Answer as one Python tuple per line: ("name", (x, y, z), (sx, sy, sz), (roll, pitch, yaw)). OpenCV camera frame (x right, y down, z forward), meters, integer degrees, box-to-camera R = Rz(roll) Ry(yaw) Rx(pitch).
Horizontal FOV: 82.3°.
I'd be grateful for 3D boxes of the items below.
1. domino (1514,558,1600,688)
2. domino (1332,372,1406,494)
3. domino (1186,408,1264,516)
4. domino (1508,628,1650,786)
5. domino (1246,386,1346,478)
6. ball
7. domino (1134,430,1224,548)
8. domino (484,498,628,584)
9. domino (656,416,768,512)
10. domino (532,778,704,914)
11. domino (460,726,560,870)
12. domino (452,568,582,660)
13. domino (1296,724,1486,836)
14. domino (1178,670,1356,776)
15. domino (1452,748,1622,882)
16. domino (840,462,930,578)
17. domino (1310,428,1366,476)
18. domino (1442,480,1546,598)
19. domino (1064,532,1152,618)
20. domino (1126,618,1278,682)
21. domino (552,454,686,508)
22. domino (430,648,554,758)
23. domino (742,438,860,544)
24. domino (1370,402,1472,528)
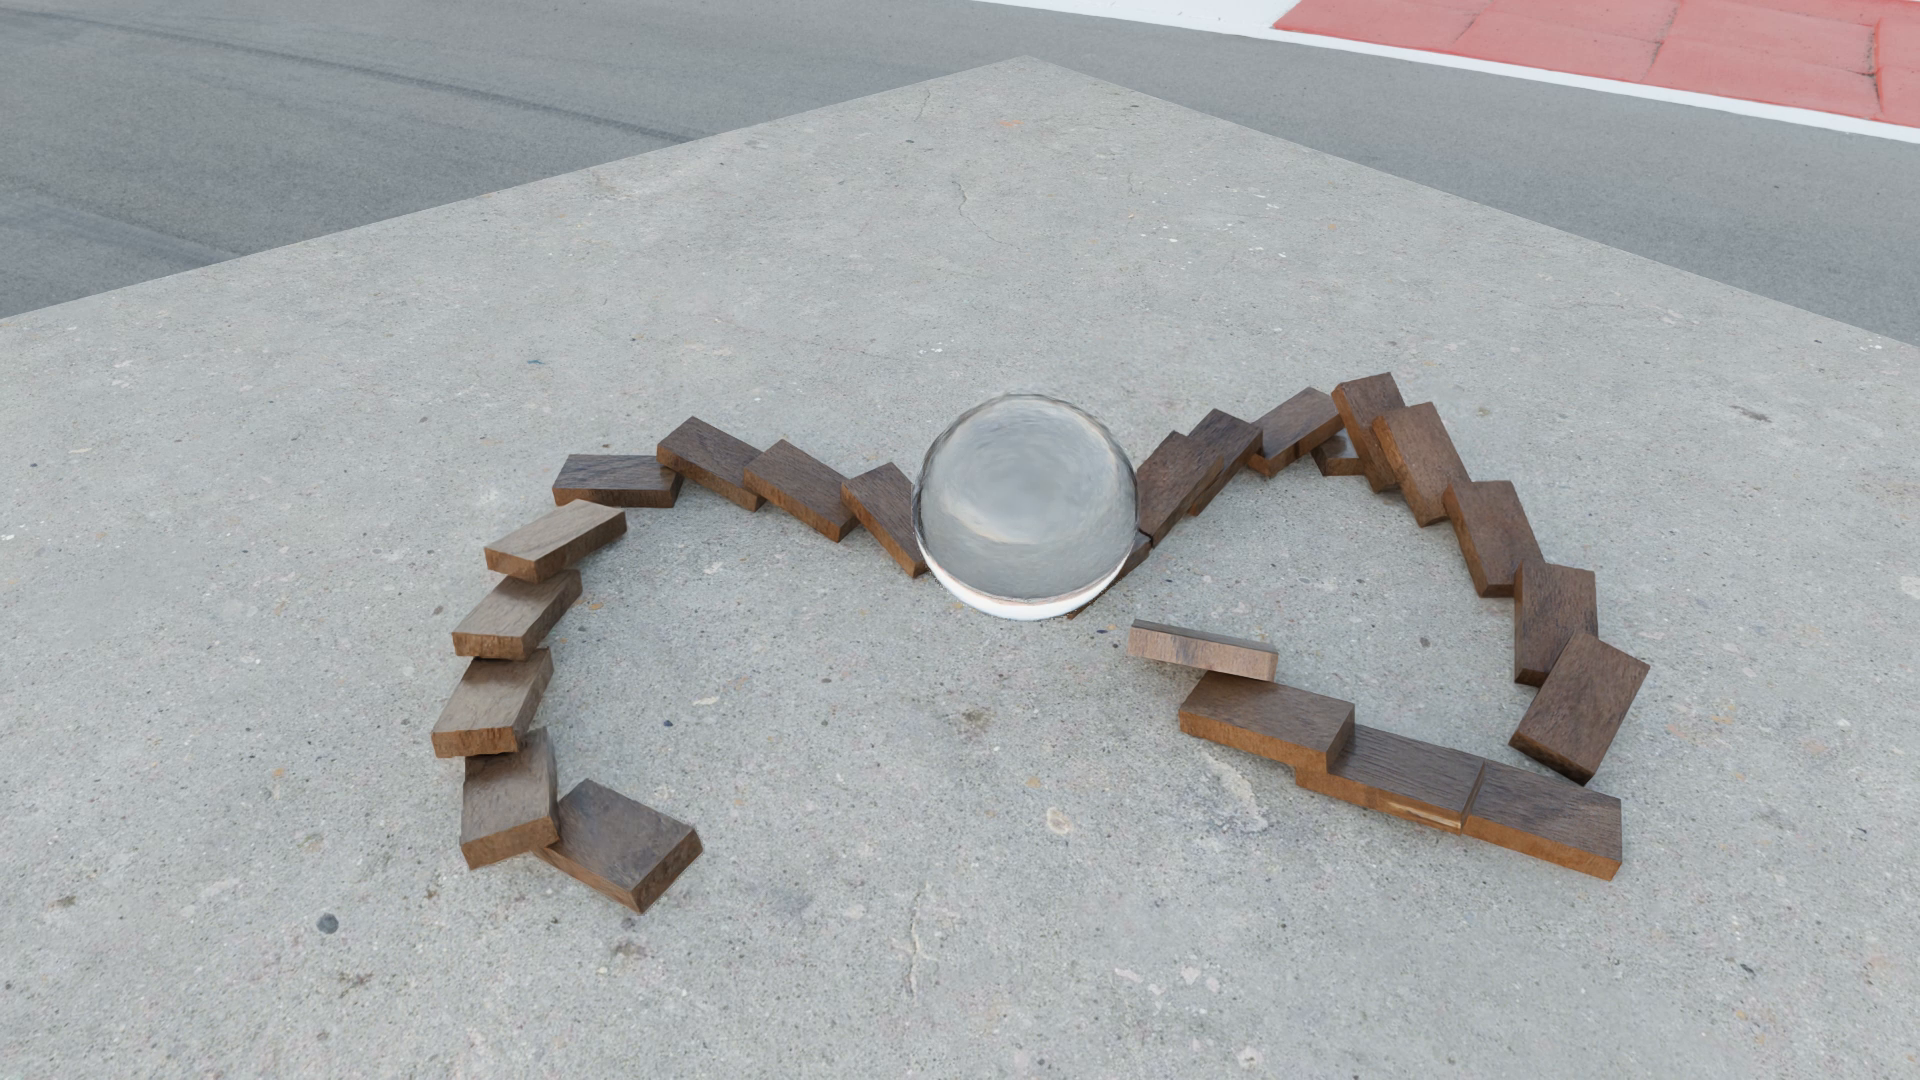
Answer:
("domino", (0.215, 0.031, 0.398), (0.025, 0.009, 0.050), (11, 53, 13))
("domino", (0.184, -0.047, 0.478), (0.025, 0.009, 0.050), (-13, 71, -10))
("domino", (0.106, -0.034, 0.475), (0.025, 0.009, 0.050), (31, 63, 32))
("domino", (0.207, 0.055, 0.367), (0.025, 0.010, 0.050), (32, 60, 25))
("domino", (0.148, -0.049, 0.493), (0.050, 0.009, 0.025), (-32, 41, -16))
("ball", (0.023, -0.011, 0.388), (0.080, 0.080, 0.080), (0, 39, 0))
("domino", (0.085, -0.022, 0.458), (0.025, 0.009, 0.050), (30, 67, 32))
("domino", (-0.159, 0.000, 0.434), (0.025, 0.010, 0.050), (13, 29, 22))
("domino", (-0.102, -0.033, 0.475), (0.050, 0.010, 0.025), (27, 45, 10))
("domino", (-0.103, 0.089, 0.326), (0.050, 0.010, 0.025), (12, 39, 34))
("domino", (-0.138, 0.078, 0.337), (0.025, 0.009, 0.050), (-17, 27, -15))
("domino", (-0.161, 0.026, 0.403), (0.025, 0.010, 0.050), (3, 26, 4))
("domino", (0.134, 0.073, 0.345), (0.050, 0.010, 0.025), (12, 39, 36))
("domino", (0.101, 0.059, 0.363), (0.050, 0.009, 0.025), (13, 39, 36))
("domino", (0.176, 0.084, 0.341), (0.050, 0.010, 0.025), (16, 42, 18))
("domino", (-0.024, -0.009, 0.445), (0.025, 0.010, 0.050), (-26, 58, -31))
("domino", (0.184, -0.041, 0.493), (0.050, 0.010, 0.025), (-2, 39, -2))
("domino", (0.212, -0.001, 0.435), (0.025, 0.009, 0.050), (-1, 54, -1))
("domino", (0.050, 0.009, 0.432), (0.025, 0.010, 0.050), (30, 48, 32))
("domino", (0.085, 0.038, 0.387), (0.050, 0.010, 0.025), (10, 5, 12))
("domino", (-0.147, -0.026, 0.475), (0.050, 0.010, 0.025), (1, 39, 1))
("domino", (-0.155, 0.053, 0.368), (0.025, 0.010, 0.050), (-4, 25, -5))
("domino", (-0.063, -0.021, 0.460), (0.050, 0.010, 0.025), (31, 47, 15))
("domino", (0.196, -0.032, 0.463), (0.025, 0.010, 0.050), (-14, 71, -13))
